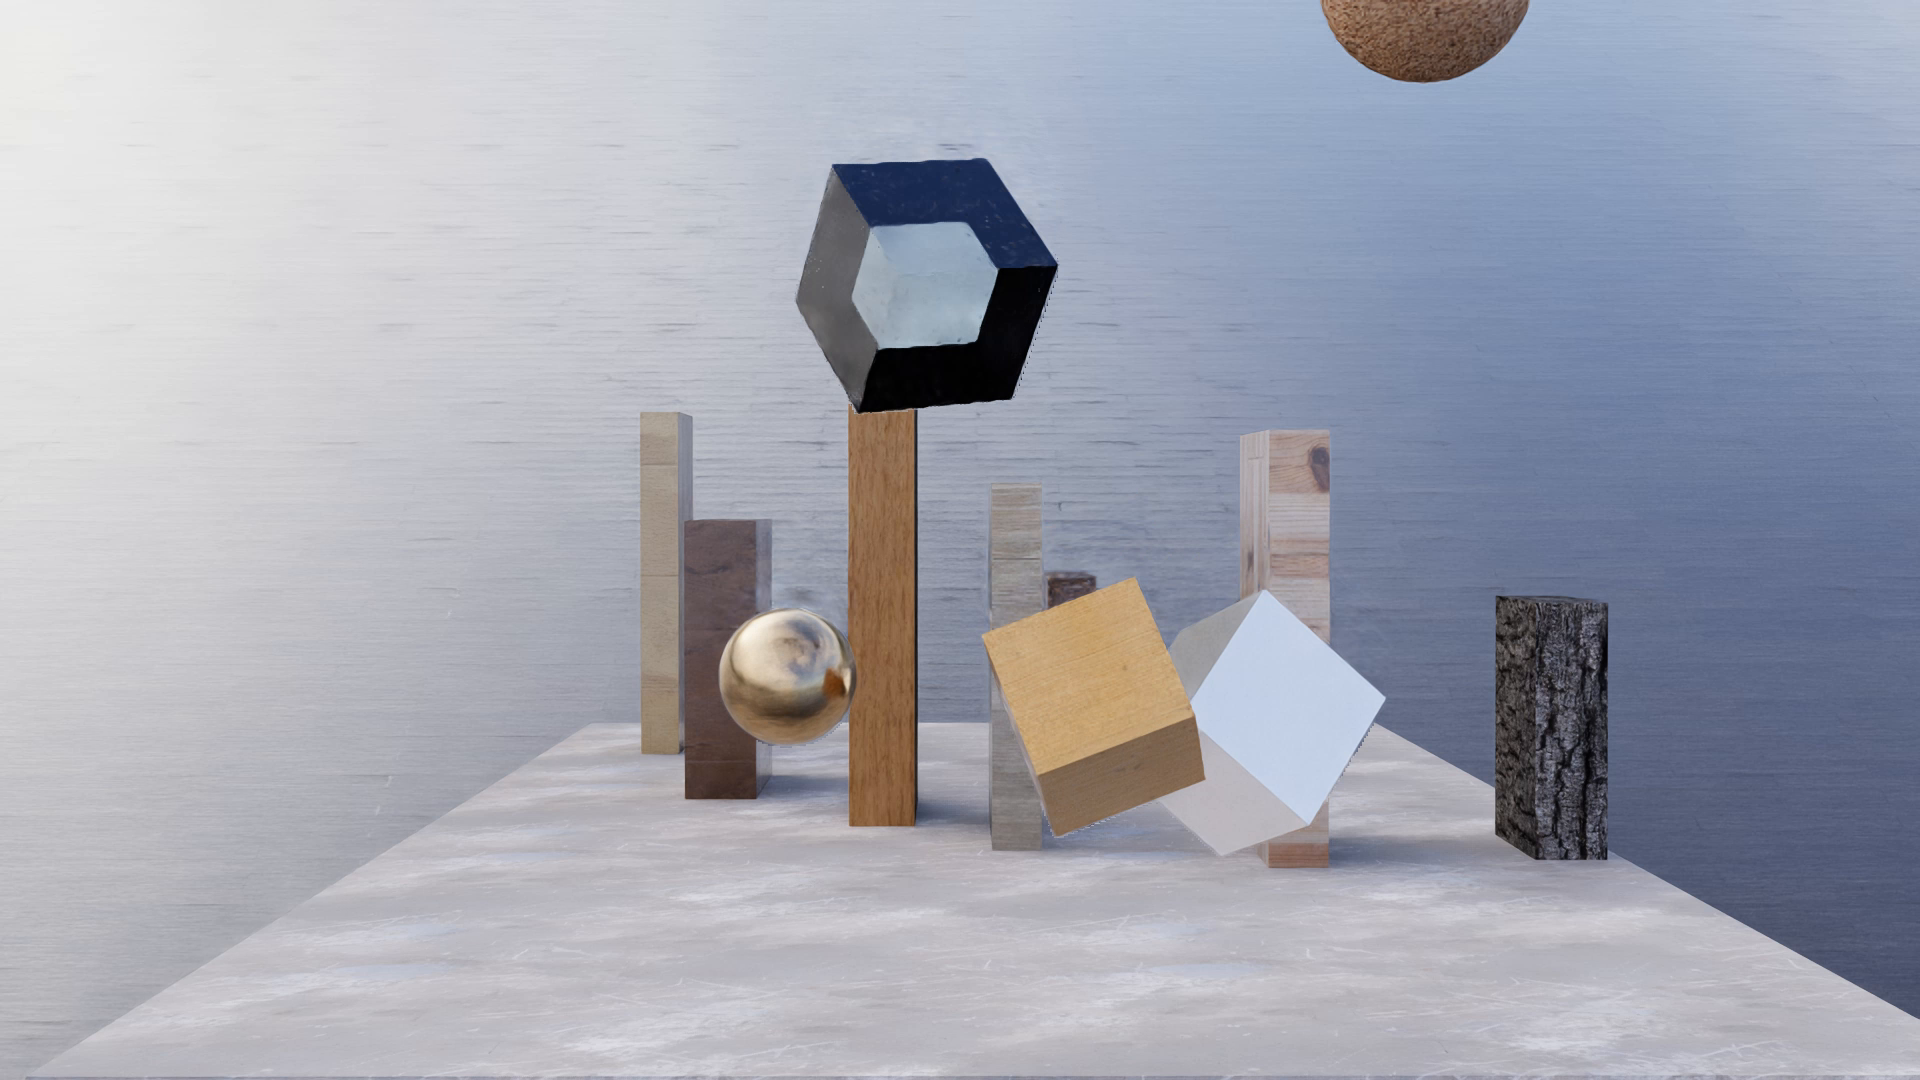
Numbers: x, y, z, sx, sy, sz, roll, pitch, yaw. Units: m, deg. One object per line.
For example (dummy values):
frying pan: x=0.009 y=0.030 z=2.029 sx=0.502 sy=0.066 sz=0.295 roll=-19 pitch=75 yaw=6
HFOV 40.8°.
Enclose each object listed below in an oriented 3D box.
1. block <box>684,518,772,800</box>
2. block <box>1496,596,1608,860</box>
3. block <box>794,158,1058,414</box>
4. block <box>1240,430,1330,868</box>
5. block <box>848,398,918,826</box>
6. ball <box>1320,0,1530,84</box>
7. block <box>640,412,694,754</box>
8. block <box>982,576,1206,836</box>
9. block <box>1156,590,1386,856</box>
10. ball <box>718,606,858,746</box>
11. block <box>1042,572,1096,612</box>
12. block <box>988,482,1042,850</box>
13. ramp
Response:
block: x=-0.459 y=0.226 z=5.152 sx=0.137 sy=0.533 sz=0.432 roll=0 pitch=1 yaw=0
block: x=0.974 y=0.302 z=4.264 sx=0.115 sy=0.409 sz=0.306 roll=0 pitch=1 yaw=0
block: x=-0.033 y=-0.231 z=2.327 sx=0.156 sy=0.156 sz=0.156 roll=-7 pitch=47 yaw=-27
block: x=0.528 y=0.166 z=4.229 sx=0.094 sy=0.683 sz=0.414 roll=0 pitch=1 yaw=0
block: x=-0.138 y=0.101 z=4.716 sx=0.115 sy=0.797 sz=0.378 roll=0 pitch=1 yaw=0
ball: x=0.450 y=-0.547 z=2.496 sx=0.208 sy=0.208 sz=0.208 roll=0 pitch=27 yaw=0
block: x=-0.674 y=0.094 z=5.954 sx=0.084 sy=0.768 sz=0.328 roll=0 pitch=1 yaw=0
block: x=0.138 y=0.171 z=2.631 sx=0.165 sy=0.165 sz=0.165 roll=-21 pitch=61 yaw=-2
block: x=0.315 y=0.206 z=2.878 sx=0.186 sy=0.186 sz=0.186 roll=-53 pitch=10 yaw=-29
ball: x=-0.180 y=0.142 z=2.703 sx=0.145 sy=0.145 sz=0.145 roll=0 pitch=27 yaw=0
block: x=0.234 y=0.280 z=5.586 sx=0.100 sy=0.409 sz=0.344 roll=0 pitch=1 yaw=0
block: x=0.093 y=0.204 z=4.436 sx=0.081 sy=0.602 sz=0.432 roll=0 pitch=1 yaw=0
ramp: x=0.061 y=0.552 z=4.589 sx=2.000 sy=0.100 sz=4.000 roll=0 pitch=1 yaw=0
